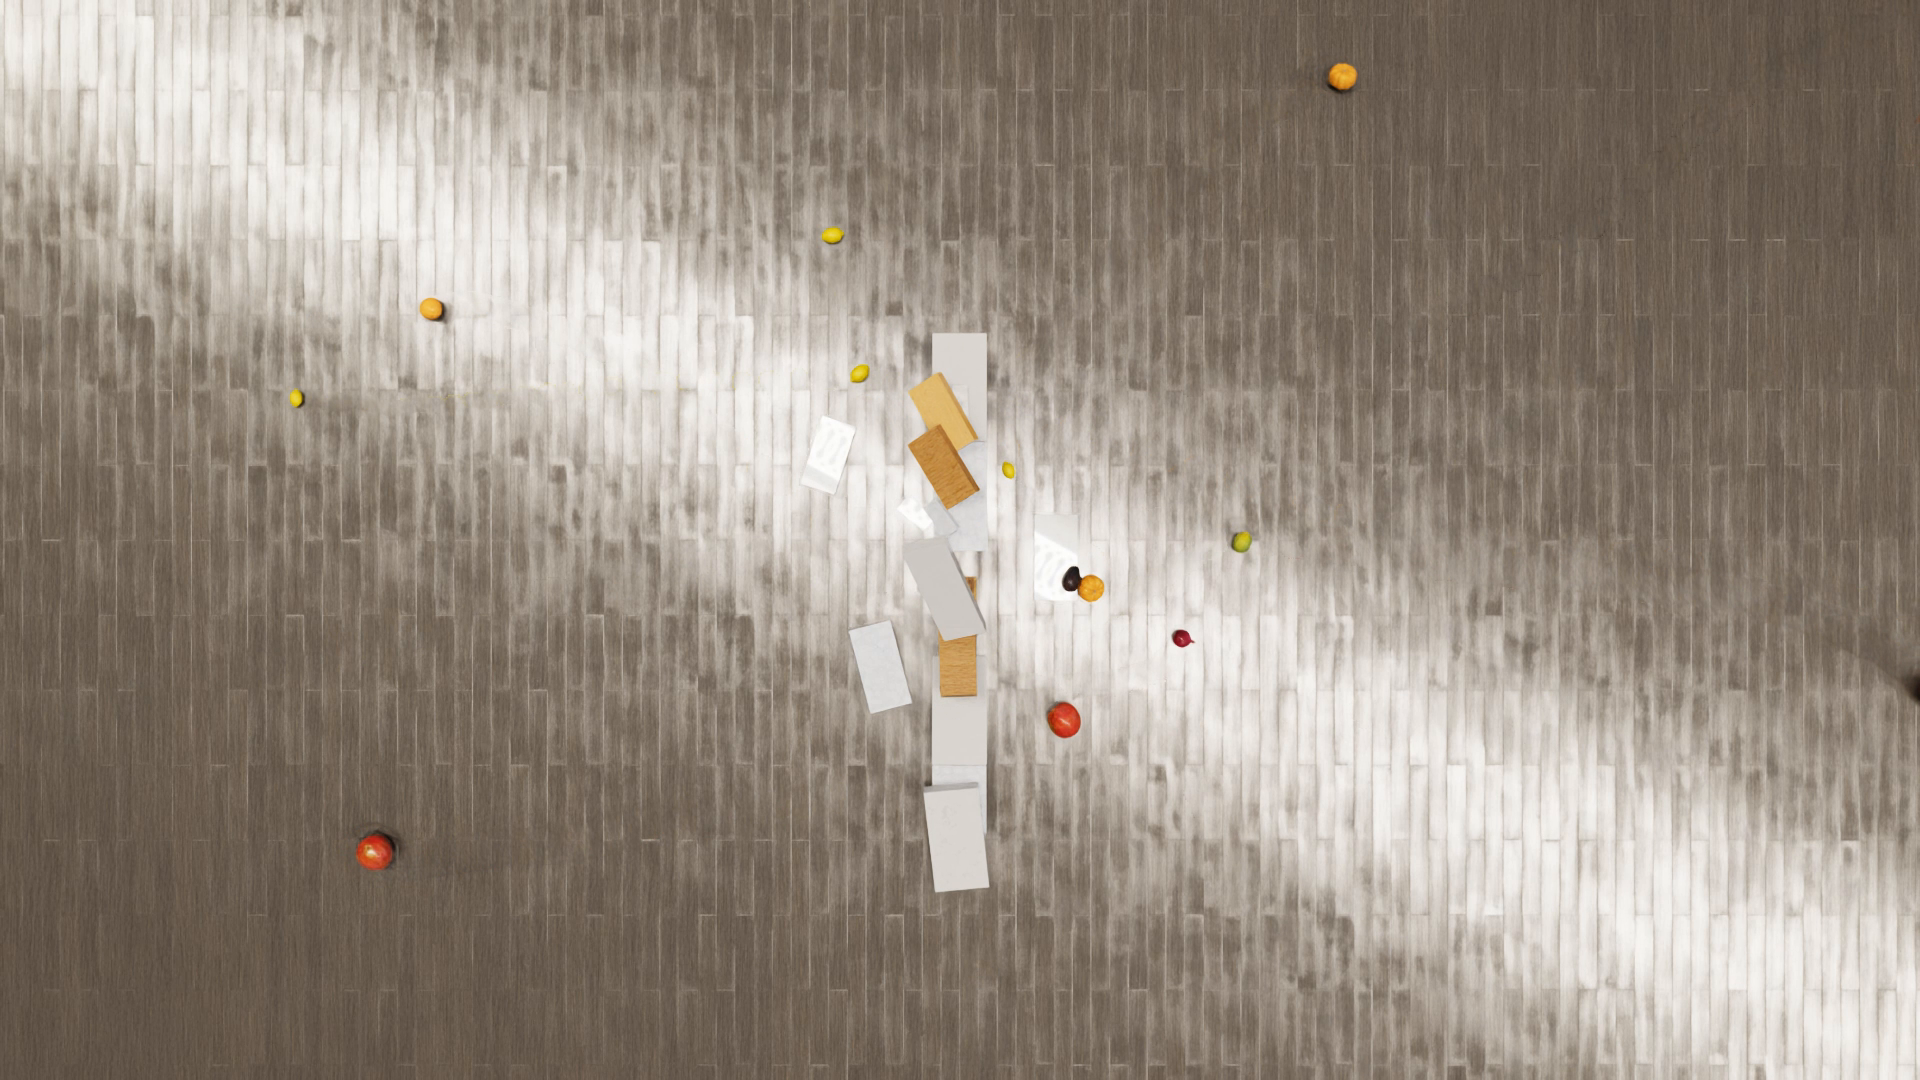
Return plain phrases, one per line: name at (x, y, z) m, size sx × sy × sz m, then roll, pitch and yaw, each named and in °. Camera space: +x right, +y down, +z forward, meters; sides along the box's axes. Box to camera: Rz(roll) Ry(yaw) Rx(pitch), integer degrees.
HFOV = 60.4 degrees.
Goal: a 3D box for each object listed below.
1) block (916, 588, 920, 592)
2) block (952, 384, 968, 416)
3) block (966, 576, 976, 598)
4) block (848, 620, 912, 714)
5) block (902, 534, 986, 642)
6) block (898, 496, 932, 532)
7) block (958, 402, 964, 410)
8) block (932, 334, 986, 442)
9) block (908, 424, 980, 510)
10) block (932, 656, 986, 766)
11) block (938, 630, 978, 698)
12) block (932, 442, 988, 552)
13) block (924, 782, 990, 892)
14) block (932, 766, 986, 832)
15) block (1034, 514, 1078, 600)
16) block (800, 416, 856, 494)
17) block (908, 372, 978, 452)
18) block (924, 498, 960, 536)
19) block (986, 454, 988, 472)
block at (-0.076, 0.089, 5.408) m, size 0.058 × 0.230 × 0.016 m, roll 0°, pitch 47°, yaw -30°
block at (0.002, -0.432, 5.111) m, size 0.046 × 0.013 × 0.096 m, roll -3°, pitch 90°, yaw 0°
block at (-0.006, 0.240, 5.447) m, size 0.118 × 0.034 × 0.237 m, roll 1°, pitch 72°, yaw 0°
block at (-0.263, 0.420, 5.480) m, size 0.142 × 0.040 × 0.283 m, roll -15°, pitch 90°, yaw 0°
block at (-0.047, 0.156, 5.205) m, size 0.142 × 0.040 × 0.420 m, roll -13°, pitch 133°, yaw 12°
block at (-0.147, -0.088, 5.492) m, size 0.115 × 0.016 × 0.058 m, roll 41°, pitch 90°, yaw 0°
block at (-0.010, -0.376, 5.093) m, size 0.046 × 0.013 × 0.093 m, roll -11°, pitch 87°, yaw 26°
block at (-0.001, -0.474, 5.141) m, size 0.167 × 0.047 × 0.335 m, roll 0°, pitch 90°, yaw 0°
block at (-0.051, -0.224, 5.072) m, size 0.118 × 0.033 × 0.236 m, roll -31°, pitch 90°, yaw 28°
block at (-0.002, 0.563, 5.435) m, size 0.178 × 0.050 × 0.356 m, roll 0°, pitch 77°, yaw 0°
block at (-0.007, 0.391, 5.363) m, size 0.118 × 0.034 × 0.237 m, roll -2°, pitch 72°, yaw -1°
block at (0.000, -0.134, 5.139) m, size 0.169 × 0.048 × 0.338 m, roll -1°, pitch 90°, yaw 0°
block at (-0.011, 0.977, 5.426) m, size 0.178 × 0.050 × 0.356 m, roll -6°, pitch 105°, yaw 2°
block at (-0.002, 0.789, 5.475) m, size 0.178 × 0.050 × 0.356 m, roll 0°, pitch 90°, yaw 0°
block at (0.318, 0.058, 5.480) m, size 0.142 × 0.040 × 0.284 m, roll 0°, pitch 90°, yaw 0°
block at (-0.436, -0.281, 5.483) m, size 0.118 × 0.033 × 0.236 m, roll 18°, pitch 90°, yaw 0°
block at (-0.052, -0.385, 5.077) m, size 0.118 × 0.033 × 0.236 m, roll -31°, pitch 87°, yaw 26°
block at (-0.057, -0.069, 5.092) m, size 0.058 × 0.016 × 0.115 m, roll -37°, pitch 90°, yaw 32°
block at (0.002, -0.244, 5.331) m, size 0.169 × 0.338 × 0.048 m, roll 0°, pitch 90°, yaw 0°
